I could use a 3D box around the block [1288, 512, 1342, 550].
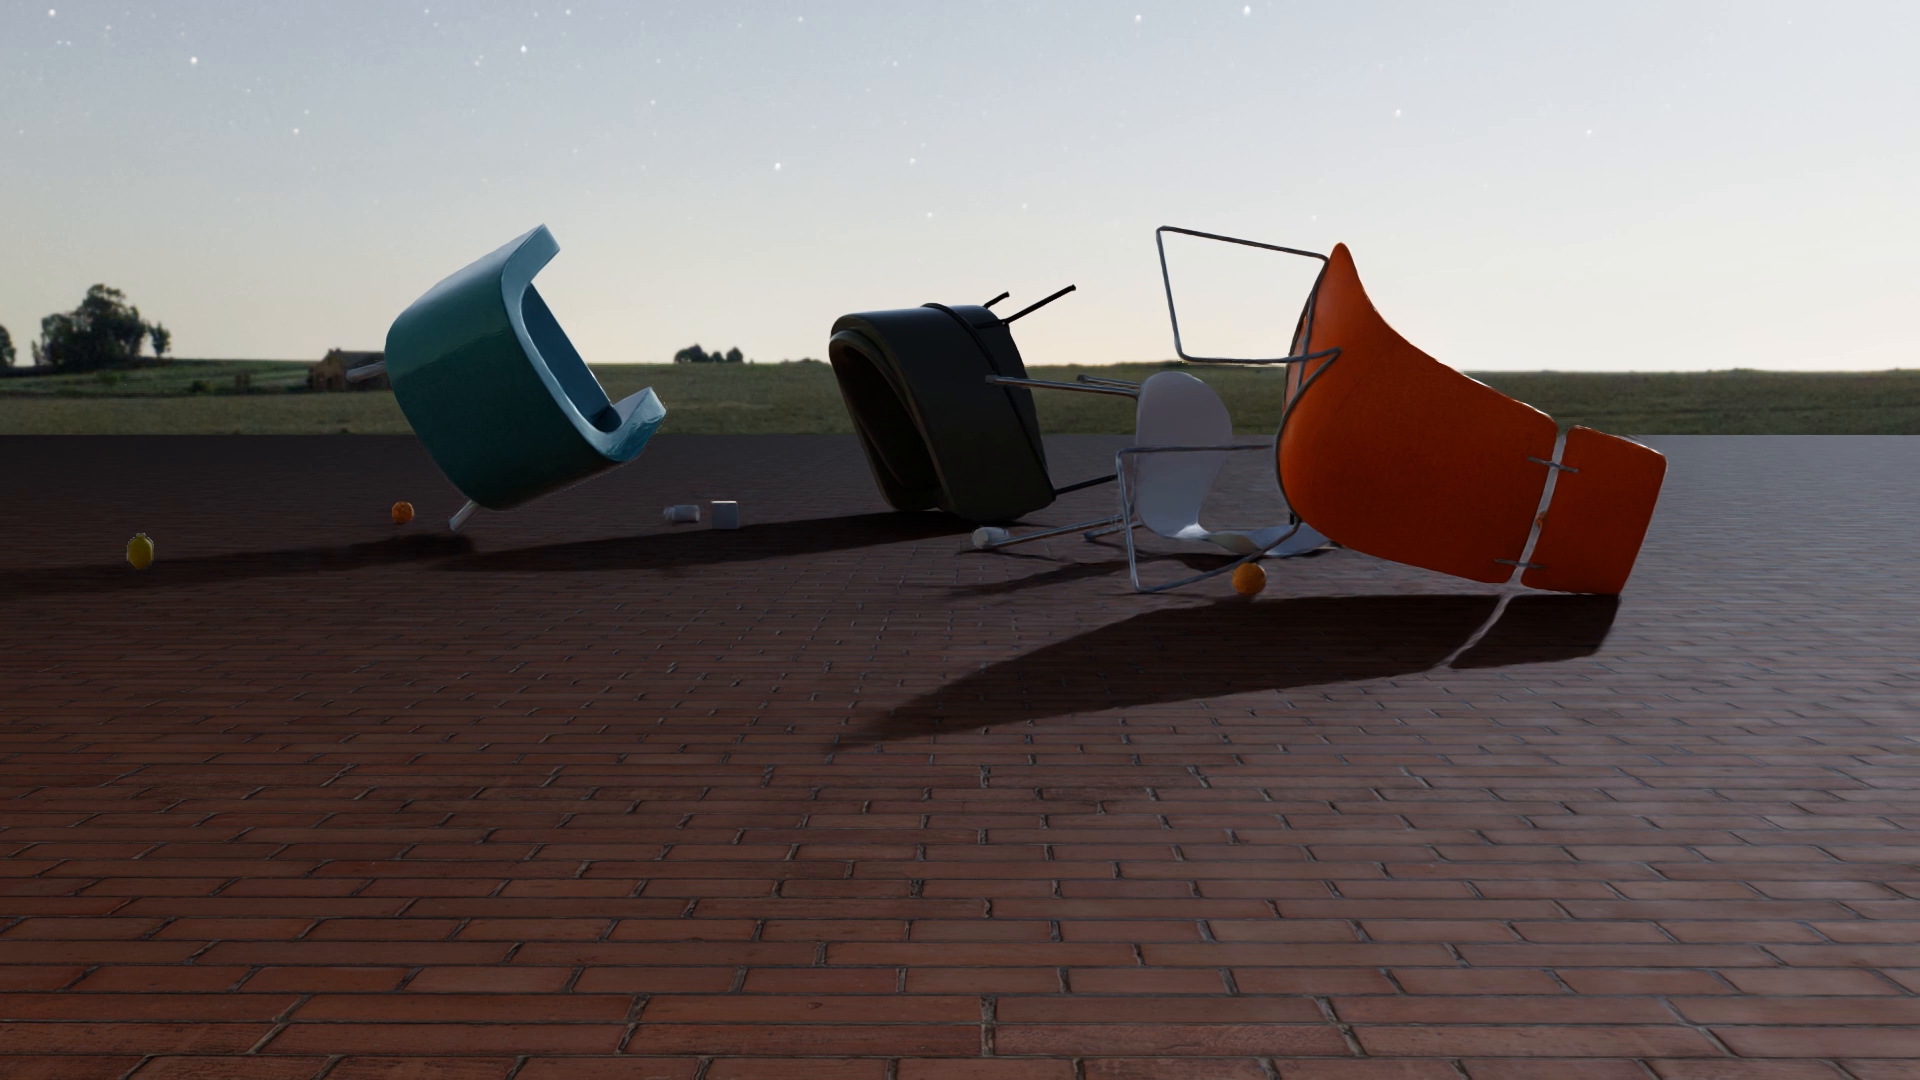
[{"bbox_3d":[1.005,-0.027,6.222,0.110,0.097,0.101,-2,4,-23],"label":"block"}]

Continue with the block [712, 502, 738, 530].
[{"bbox_3d":[-0.756,-0.078,7.063,0.080,0.085,0.076,-1,4,-10],"label":"block"}]

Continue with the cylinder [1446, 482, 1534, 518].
[{"bbox_3d":[1.815,-0.135,7.544,0.144,0.111,0.261,-2,0,-36],"label":"cylinder"}]
